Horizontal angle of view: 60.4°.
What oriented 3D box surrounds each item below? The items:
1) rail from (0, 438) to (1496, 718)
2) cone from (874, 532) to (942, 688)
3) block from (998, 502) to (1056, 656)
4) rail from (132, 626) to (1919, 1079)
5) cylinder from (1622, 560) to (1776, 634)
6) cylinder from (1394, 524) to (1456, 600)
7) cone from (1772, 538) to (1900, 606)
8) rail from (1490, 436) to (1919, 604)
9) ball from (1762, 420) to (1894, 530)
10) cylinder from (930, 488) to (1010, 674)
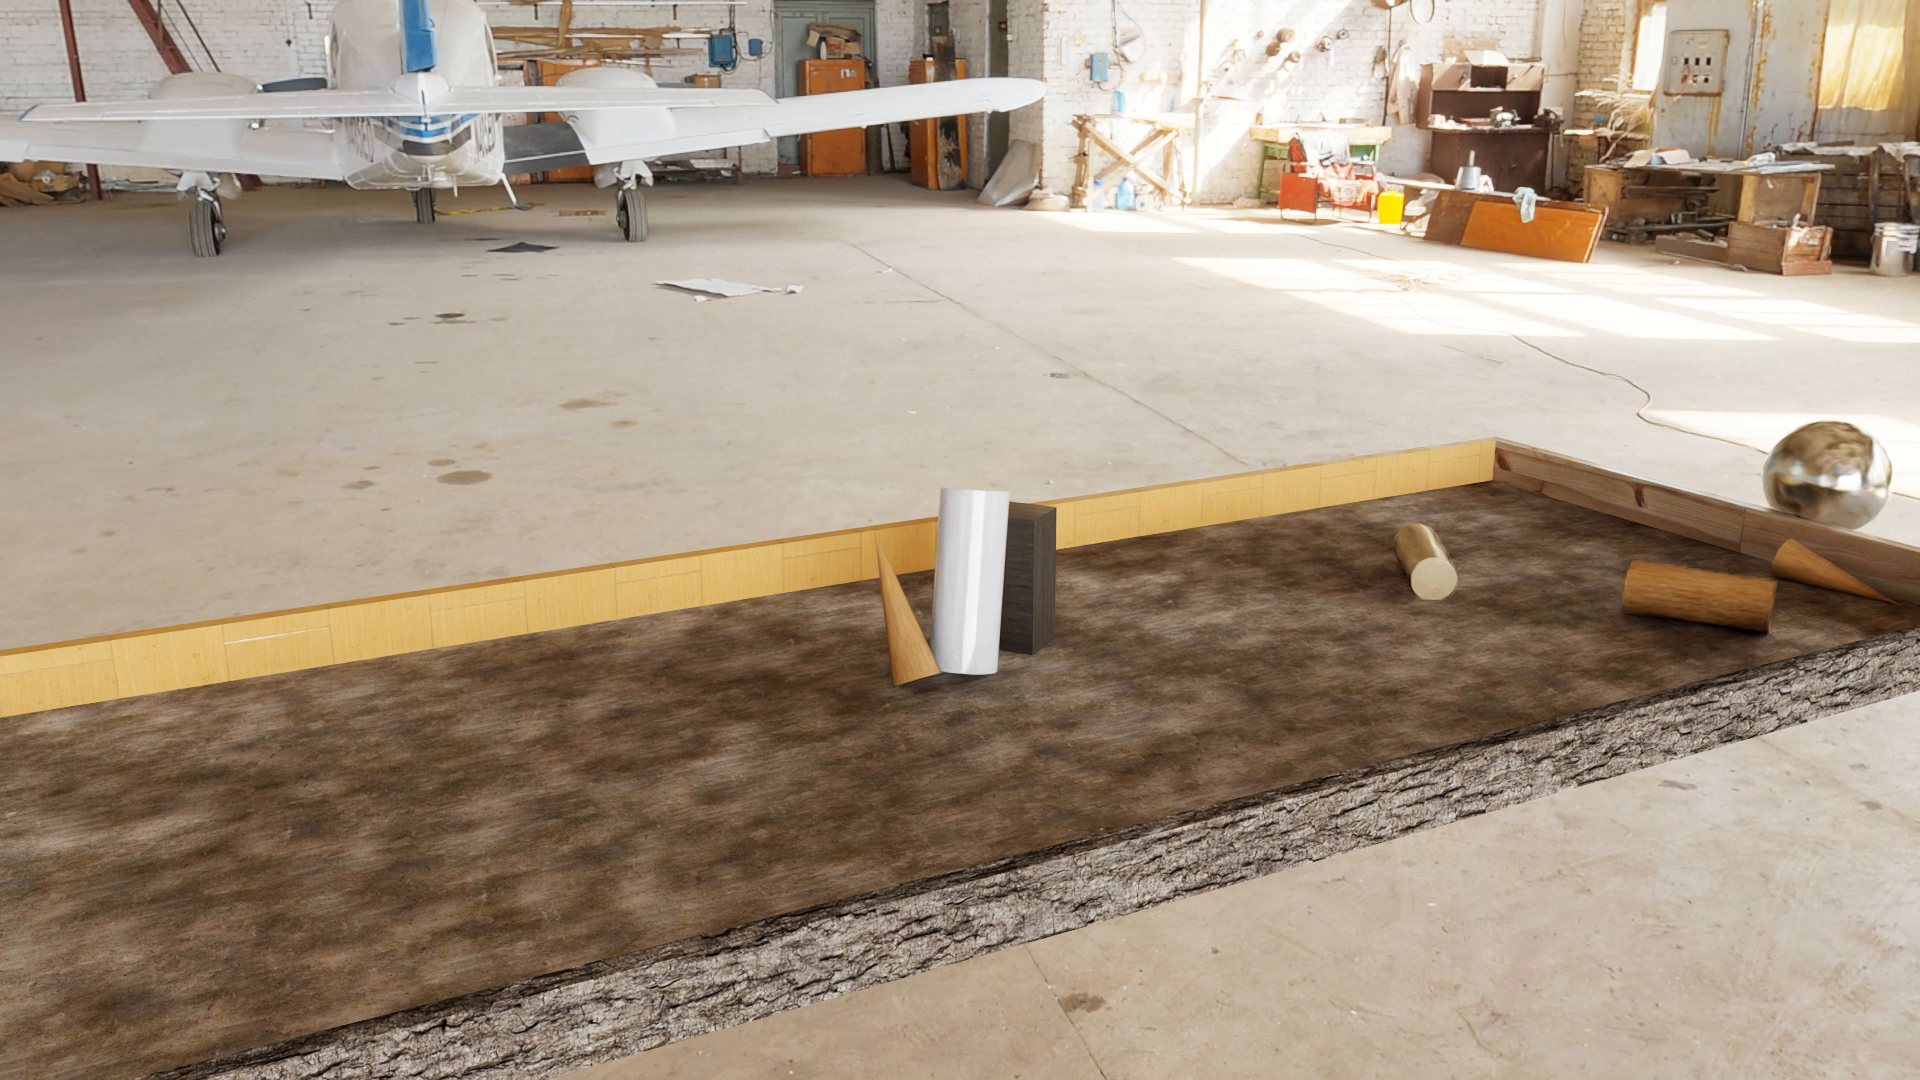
[{"bbox_3d":[-3.305,0.497,3.399,12.000,0.150,0.050,-9,18,-27],"label":"rail"},{"bbox_3d":[-0.160,0.160,4.094,0.126,0.390,0.126,-16,-6,-2],"label":"cone"},{"bbox_3d":[0.155,0.099,4.369,0.149,0.366,0.149,8,18,25],"label":"block"},{"bbox_3d":[-2.336,1.006,1.665,12.000,0.150,0.050,-9,18,-27],"label":"rail"},{"bbox_3d":[2.039,0.158,4.552,0.365,0.147,0.147,10,19,30],"label":"cylinder"},{"bbox_3d":[1.383,0.062,4.915,0.129,0.129,0.360,2,16,6],"label":"cylinder"},{"bbox_3d":[2.582,0.121,4.832,0.125,0.125,0.357,-12,30,-36],"label":"cone"},{"bbox_3d":[2.466,-0.048,5.253,0.050,0.150,2.100,-9,18,-27],"label":"rail"},{"bbox_3d":[2.726,-0.194,5.189,0.367,0.367,0.367,0,16,0],"label":"ball"},{"bbox_3d":[0.023,0.100,4.158,0.175,0.455,0.175,4,3,0],"label":"cylinder"}]
